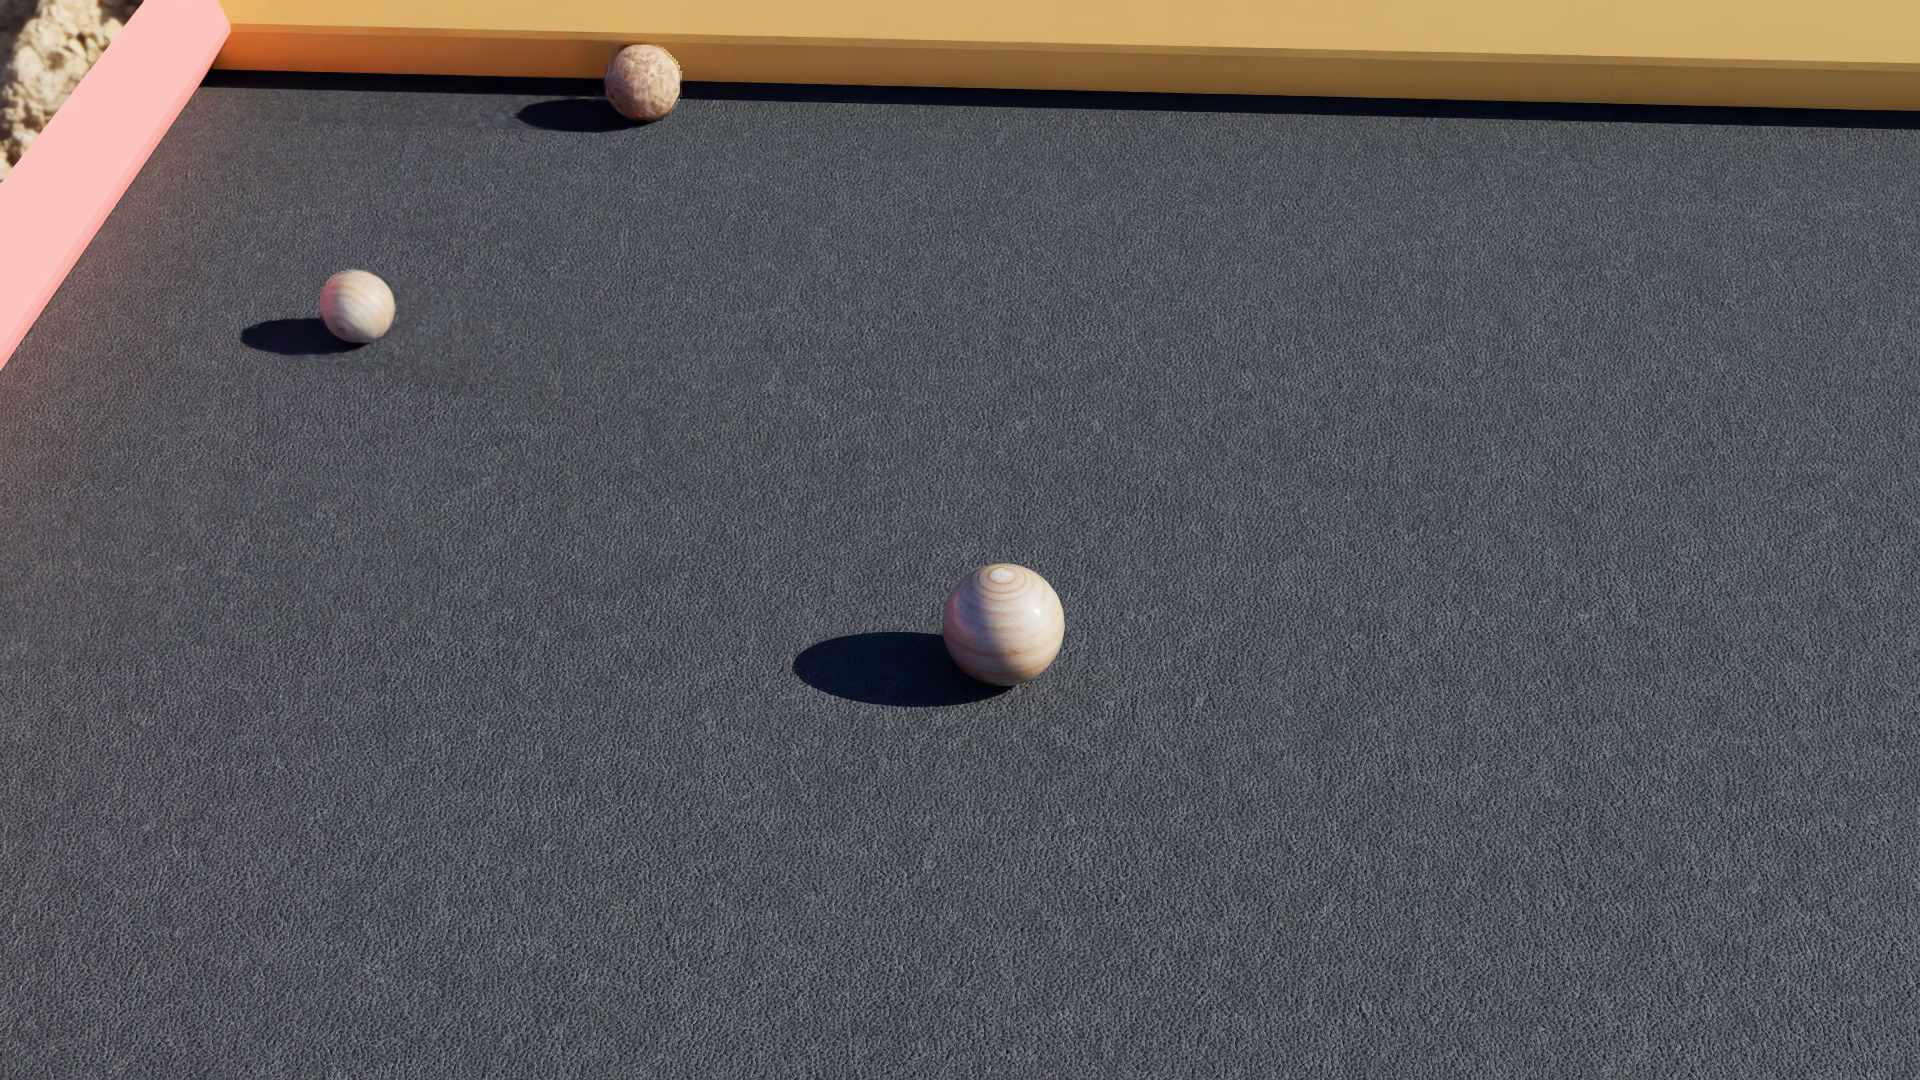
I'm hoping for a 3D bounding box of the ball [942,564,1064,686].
[{"bbox_3d":[0.029,0.057,1.723,0.083,0.083,0.083,0,35,0],"label":"ball"}]

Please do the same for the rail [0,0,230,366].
[{"bbox_3d":[-0.767,-0.045,1.828,0.045,0.127,1.651,2,35,3],"label":"rail"}]

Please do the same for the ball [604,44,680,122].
[{"bbox_3d":[-0.301,-0.433,2.428,0.072,0.072,0.072,0,35,0],"label":"ball"}]

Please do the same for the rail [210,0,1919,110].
[{"bbox_3d":[0.836,-0.455,2.410,3.168,0.127,0.045,2,35,3],"label":"rail"}]

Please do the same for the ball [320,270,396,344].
[{"bbox_3d":[-0.491,-0.190,2.094,0.060,0.060,0.060,0,35,0],"label":"ball"}]
